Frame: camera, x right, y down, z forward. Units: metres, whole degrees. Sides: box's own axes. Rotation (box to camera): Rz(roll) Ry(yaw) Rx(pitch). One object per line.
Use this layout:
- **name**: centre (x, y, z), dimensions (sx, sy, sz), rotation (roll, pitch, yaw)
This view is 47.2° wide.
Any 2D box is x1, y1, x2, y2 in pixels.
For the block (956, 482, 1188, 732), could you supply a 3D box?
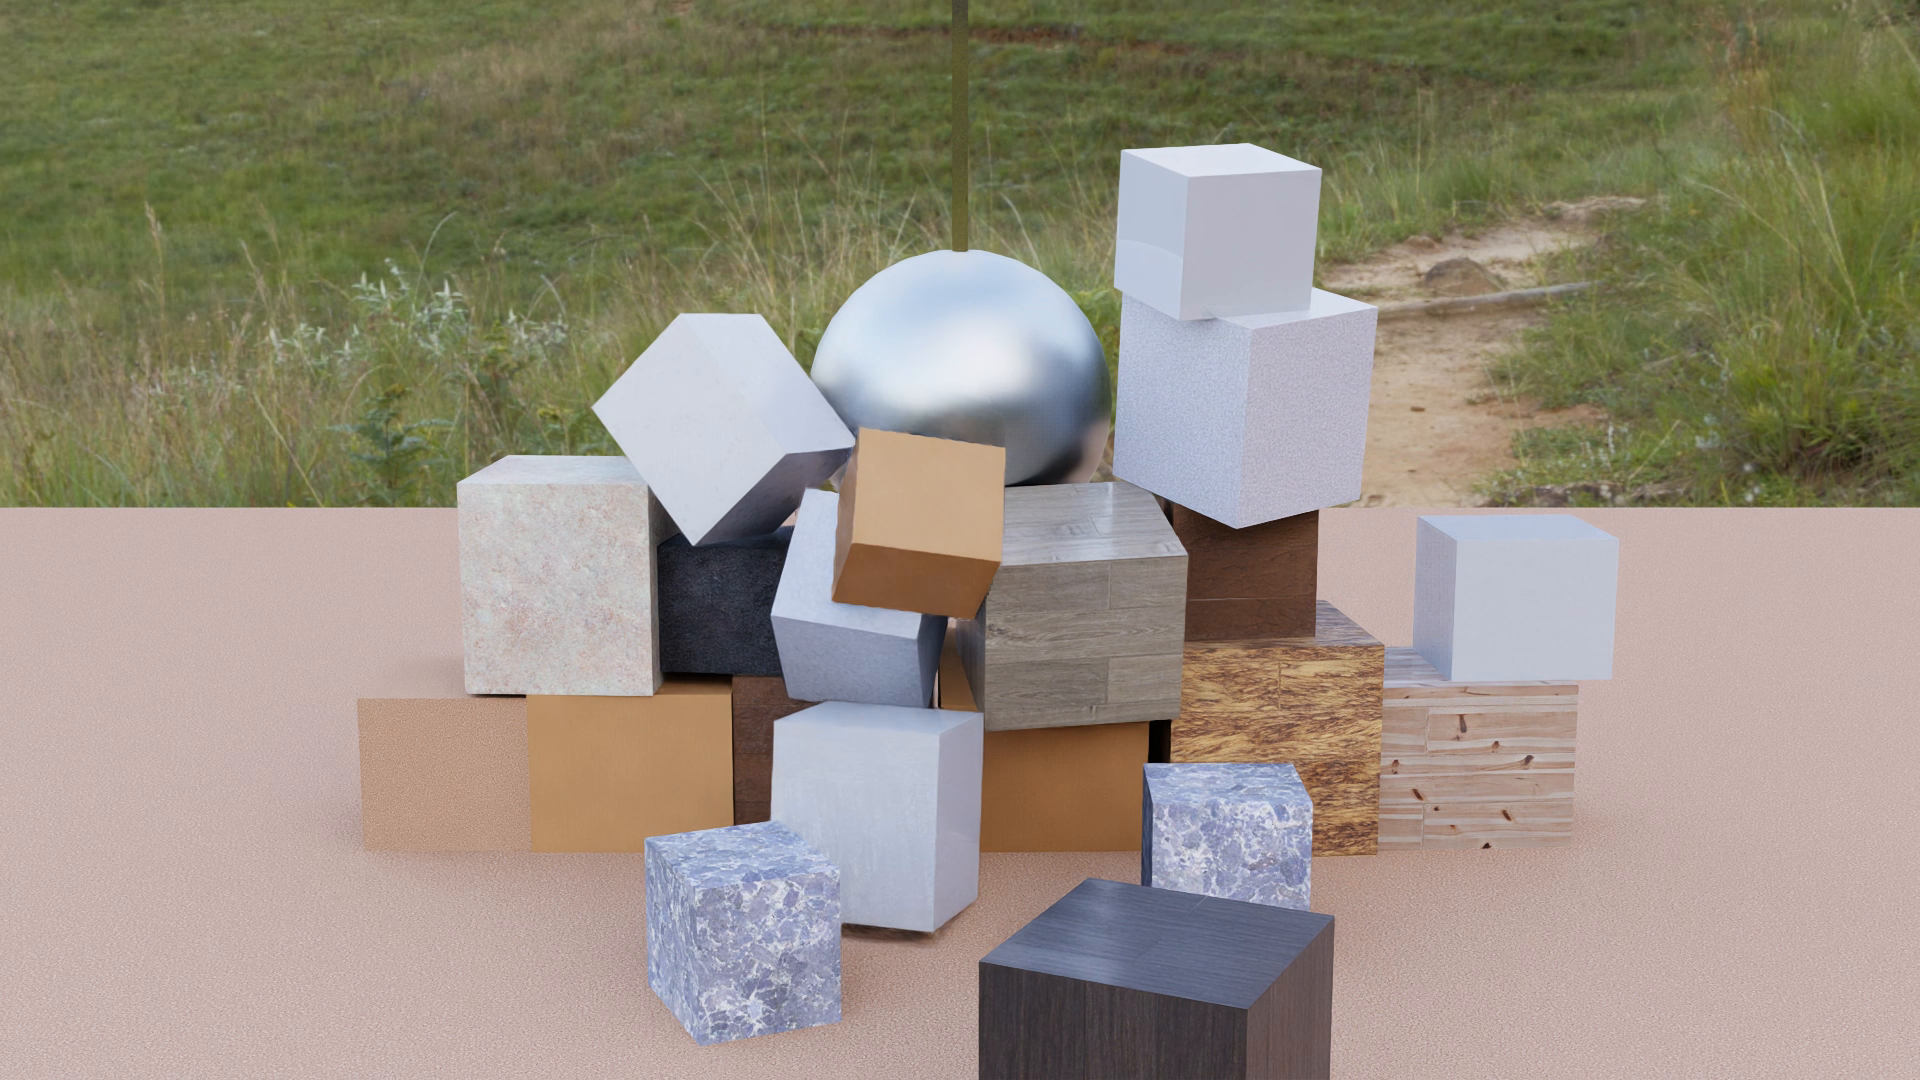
- **block**: centre (0.518, 0.304, 10.705), dimensions (0.947, 0.860, 0.917), rotation (-3, 24, -8)

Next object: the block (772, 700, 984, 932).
- **block**: centre (-0.374, 1.245, 10.065), dimensions (0.774, 0.876, 0.700), rotation (3, 4, 17)

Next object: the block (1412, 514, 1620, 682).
- **block**: centre (2.839, 0.287, 11.301), dimensions (0.819, 0.716, 0.723), rotation (-1, 10, -4)

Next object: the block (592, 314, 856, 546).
- **block**: centre (-1.144, -0.556, 10.834), dimensions (0.692, 0.872, 0.741), rotation (-43, -13, 23)

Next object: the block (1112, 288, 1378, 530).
- **block**: centre (1.381, -0.720, 10.780), dimensions (0.815, 0.972, 0.924), rotation (-13, 25, -34)

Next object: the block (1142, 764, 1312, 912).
- **block**: centre (1.157, 1.424, 9.662), dimensions (0.673, 0.741, 0.613), rotation (0, 10, 1)

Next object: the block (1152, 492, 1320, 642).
- **block**: centre (1.347, 0.092, 11.142), dimensions (0.735, 0.686, 0.709), rotation (-2, 10, -9)

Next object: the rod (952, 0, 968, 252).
- **rod**: centre (0.000, -4.006, 10.664), dimensions (0.080, 5.200, 0.080), rotation (0, 15, 0)

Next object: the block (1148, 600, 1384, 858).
- **block**: centre (1.495, 0.955, 11.312), dimensions (1.053, 1.074, 1.084), rotation (-1, 10, -6)

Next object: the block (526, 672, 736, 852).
- **block**: centre (-1.630, 1.078, 11.362), dimensions (1.010, 0.813, 0.929), rotation (0, 10, 0)

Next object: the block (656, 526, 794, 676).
- **block**: centre (-1.104, 0.293, 11.185), dimensions (0.690, 0.634, 0.661), rotation (2, 10, 9)

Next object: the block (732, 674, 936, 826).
- **block**: centre (-0.624, 1.042, 11.336), dimensions (0.987, 0.894, 0.851), rotation (0, 10, 1)

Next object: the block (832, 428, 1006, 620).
- **block**: centre (-0.191, -0.067, 9.891), dimensions (0.658, 0.576, 0.592), rotation (7, -29, -9)

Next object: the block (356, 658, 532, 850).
- **block**: centre (-2.562, 1.090, 11.376), dimensions (0.842, 0.784, 0.877), rotation (0, 10, 0)

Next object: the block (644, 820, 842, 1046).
- **block**: centre (-0.896, 1.592, 9.010), dimensions (0.595, 0.644, 0.710), rotation (-5, 11, -24)

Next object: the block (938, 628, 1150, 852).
- **block**: centre (0.402, 1.006, 11.207), dimensions (1.017, 0.834, 0.846), rotation (0, 24, -1)

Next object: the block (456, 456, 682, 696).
- **block**: centre (-1.948, 0.160, 11.208), dimensions (0.934, 1.050, 0.962), rotation (1, 10, 3)

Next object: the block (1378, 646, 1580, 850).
- **block**: centre (2.541, 1.059, 11.397), dimensions (1.009, 0.839, 0.888), rotation (-1, 10, -4)

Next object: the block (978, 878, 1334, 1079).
- **block**: centre (0.679, 1.761, 7.475), dimensions (0.922, 0.860, 0.929), rotation (5, 11, 26)

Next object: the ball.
- **ball**: centre (0.000, -0.720, 11.538), dimensions (1.600, 1.600, 1.600), rotation (0, 10, 0)

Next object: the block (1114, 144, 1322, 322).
- **block**: centre (1.211, -1.473, 10.437), dimensions (0.700, 0.669, 0.670), rotation (-7, 22, -22)

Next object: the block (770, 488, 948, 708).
- **block**: centre (-0.450, 0.316, 10.541), dimensions (0.683, 0.694, 0.850), rotation (9, -30, 7)
